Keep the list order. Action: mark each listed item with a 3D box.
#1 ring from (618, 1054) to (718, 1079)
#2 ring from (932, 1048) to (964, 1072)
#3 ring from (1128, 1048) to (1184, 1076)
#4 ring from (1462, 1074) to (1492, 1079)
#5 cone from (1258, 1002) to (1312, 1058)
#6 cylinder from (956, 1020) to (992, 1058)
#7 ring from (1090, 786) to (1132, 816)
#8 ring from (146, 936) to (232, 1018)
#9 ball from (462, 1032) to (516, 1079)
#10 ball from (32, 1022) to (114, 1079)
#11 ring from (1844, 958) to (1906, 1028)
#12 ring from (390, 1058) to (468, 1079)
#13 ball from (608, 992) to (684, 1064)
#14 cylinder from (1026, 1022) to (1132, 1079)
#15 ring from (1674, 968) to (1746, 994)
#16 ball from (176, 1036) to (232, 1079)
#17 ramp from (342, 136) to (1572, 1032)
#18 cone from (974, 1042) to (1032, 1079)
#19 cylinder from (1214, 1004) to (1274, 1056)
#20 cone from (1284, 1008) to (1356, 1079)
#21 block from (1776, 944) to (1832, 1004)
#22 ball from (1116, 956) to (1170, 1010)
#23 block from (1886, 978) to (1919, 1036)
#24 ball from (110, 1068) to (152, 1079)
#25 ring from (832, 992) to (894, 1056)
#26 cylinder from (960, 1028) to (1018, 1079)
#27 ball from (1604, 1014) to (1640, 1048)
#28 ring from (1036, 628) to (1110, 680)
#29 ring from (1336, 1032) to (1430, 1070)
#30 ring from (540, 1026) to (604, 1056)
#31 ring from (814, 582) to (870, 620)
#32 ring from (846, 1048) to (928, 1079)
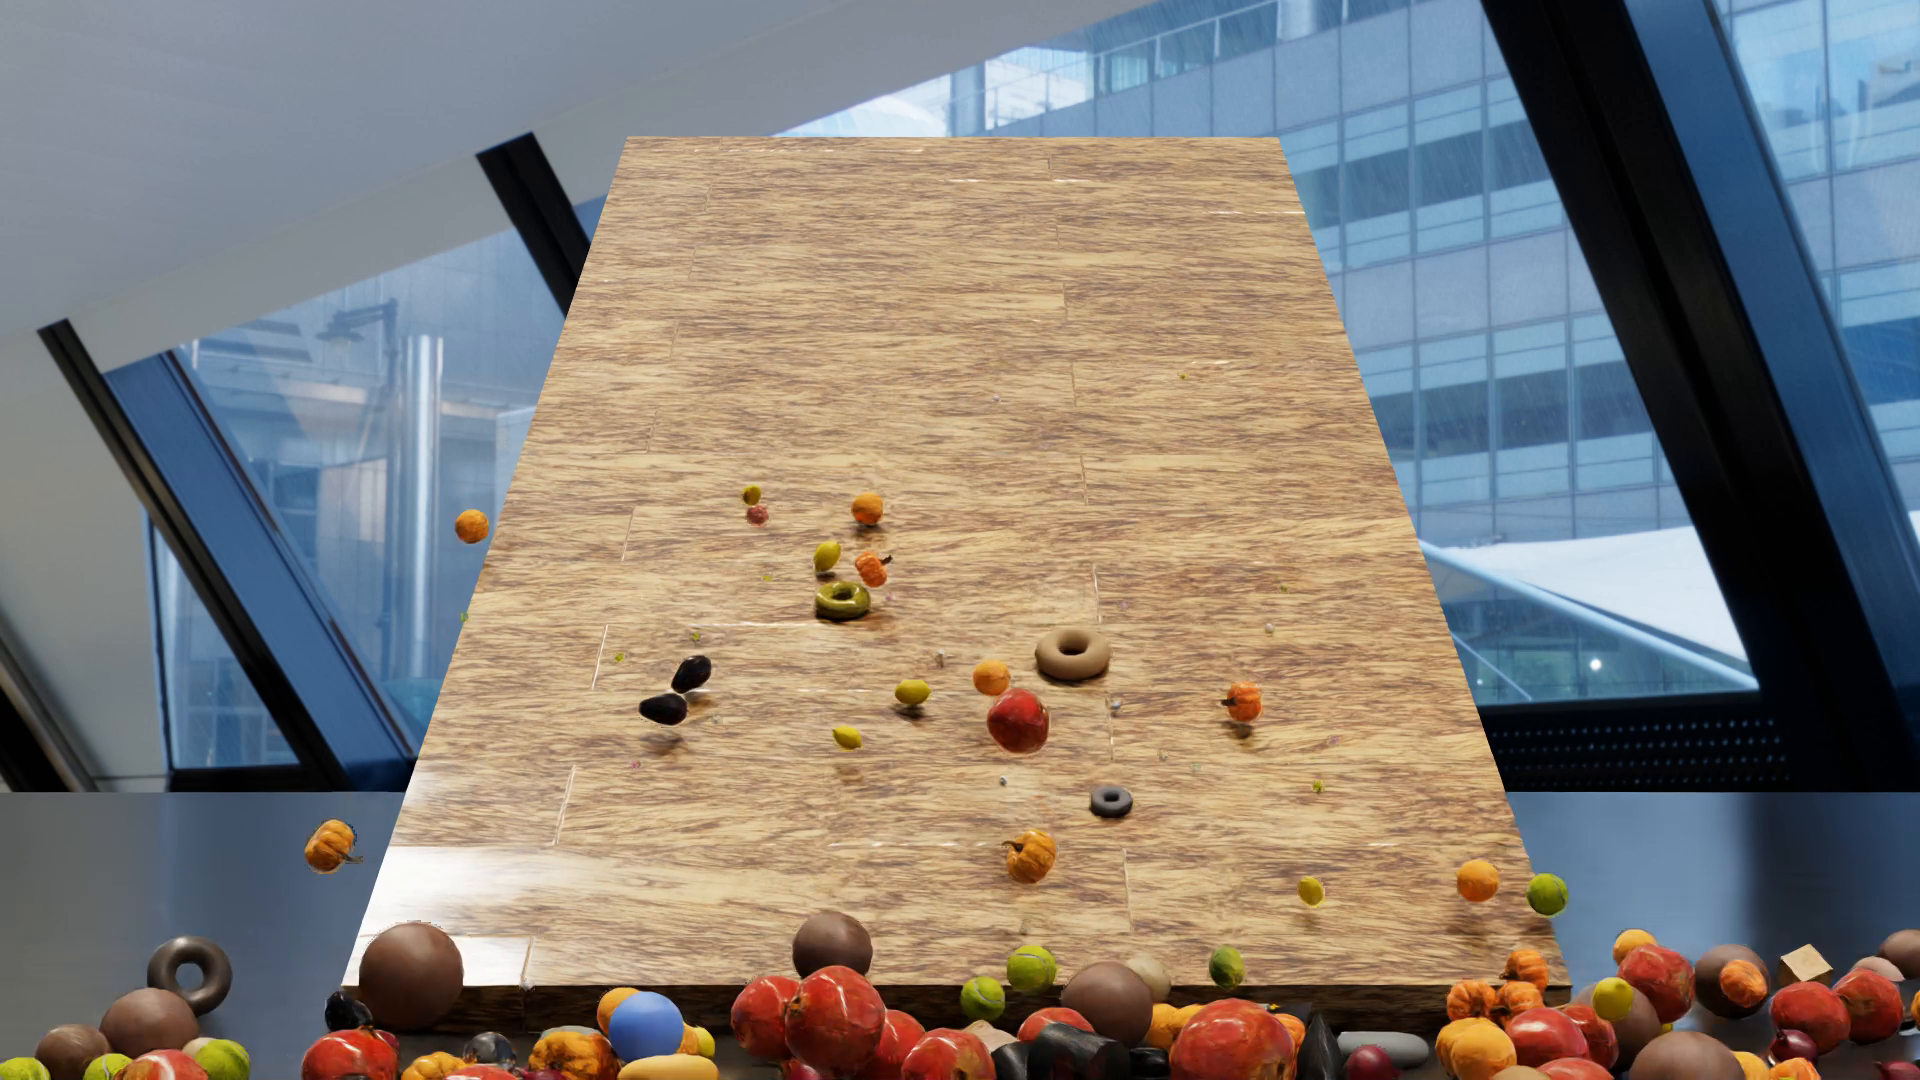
[{"bbox_3d":[-0.374,0.689,3.075,0.130,0.043,0.130,-5,-23,-2],"label":"ring"},{"bbox_3d":[-0.001,0.745,3.447,0.078,0.026,0.078,-1,-5,0],"label":"ring"},{"bbox_3d":[0.266,0.736,3.389,0.098,0.033,0.098,1,-6,0],"label":"ring"},{"bbox_3d":[0.685,0.702,3.076,0.103,0.034,0.103,-3,-9,0],"label":"ring"},{"bbox_3d":[0.483,0.724,3.509,0.083,0.083,0.083,-11,-15,-3],"label":"cone"},{"bbox_3d":[0.035,0.701,3.306,0.059,0.059,0.059,-7,-51,52],"label":"cylinder"},{"bbox_3d":[0.272,0.471,4.334,0.077,0.026,0.077,1,28,0],"label":"ring"},{"bbox_3d":[-1.356,0.767,4.237,0.148,0.148,0.049,3,-24,-31],"label":"ring"},{"bbox_3d":[-0.567,0.626,2.898,0.065,0.065,0.065,0,-6,0],"label":"ball"},{"bbox_3d":[-1.133,0.666,3.073,0.097,0.097,0.097,0,-6,0],"label":"ball"},{"bbox_3d":[1.521,0.752,3.989,0.041,0.122,0.122,-15,3,-32],"label":"ring"},{"bbox_3d":[-0.659,0.680,3.003,0.131,0.044,0.131,-15,-5,-1],"label":"ring"},{"bbox_3d":[-0.406,0.635,3.117,0.097,0.097,0.097,0,-6,0],"label":"ball"},{"bbox_3d":[0.146,0.647,2.950,0.091,0.091,0.091,9,2,42],"label":"cylinder"},{"bbox_3d":[1.473,0.866,4.729,0.136,0.045,0.136,1,-6,0],"label":"ring"},{"bbox_3d":[-1.007,0.698,3.205,0.070,0.070,0.070,0,-6,0],"label":"ball"},{"bbox_3d":[-0.013,-0.214,5.677,2.000,0.100,4.000,0,29,0],"label":"ramp"},{"bbox_3d":[0.081,0.691,2.998,0.093,0.093,0.093,4,20,-31],"label":"cone"},{"bbox_3d":[0.427,0.736,3.616,0.077,0.077,0.077,-4,-7,17],"label":"cylinder"},{"bbox_3d":[0.497,0.696,3.328,0.098,0.098,0.098,0,-6,0],"label":"cone"},{"bbox_3d":[1.473,0.757,4.198,0.062,0.062,0.062,-21,42,-12],"label":"block"},{"bbox_3d":[0.283,0.684,3.716,0.084,0.084,0.084,0,-6,0],"label":"ball"},{"bbox_3d":[1.539,0.754,3.887,0.061,0.061,0.061,-17,30,22],"label":"block"},{"bbox_3d":[-1.025,0.681,2.971,0.056,0.056,0.056,0,-6,0],"label":"ball"},{"bbox_3d":[-0.141,0.706,3.478,0.109,0.109,0.036,-5,9,40],"label":"ring"},{"bbox_3d":[0.038,0.672,3.071,0.069,0.069,0.069,10,22,-4],"label":"cylinder"},{"bbox_3d":[1.022,0.758,3.715,0.053,0.053,0.053,0,-6,0],"label":"ball"},{"bbox_3d":[0.223,0.224,4.747,0.149,0.050,0.149,-2,32,1],"label":"ring"},{"bbox_3d":[0.609,0.739,3.482,0.139,0.046,0.139,1,-7,0],"label":"ring"},{"bbox_3d":[-0.591,0.761,3.657,0.097,0.032,0.097,2,-1,0],"label":"ring"},{"bbox_3d":[-0.242,0.123,4.935,0.117,0.039,0.117,-1,30,1],"label":"ring"},{"bbox_3d":[-0.101,0.725,3.323,0.116,0.039,0.116,2,-4,0],"label":"ring"}]
